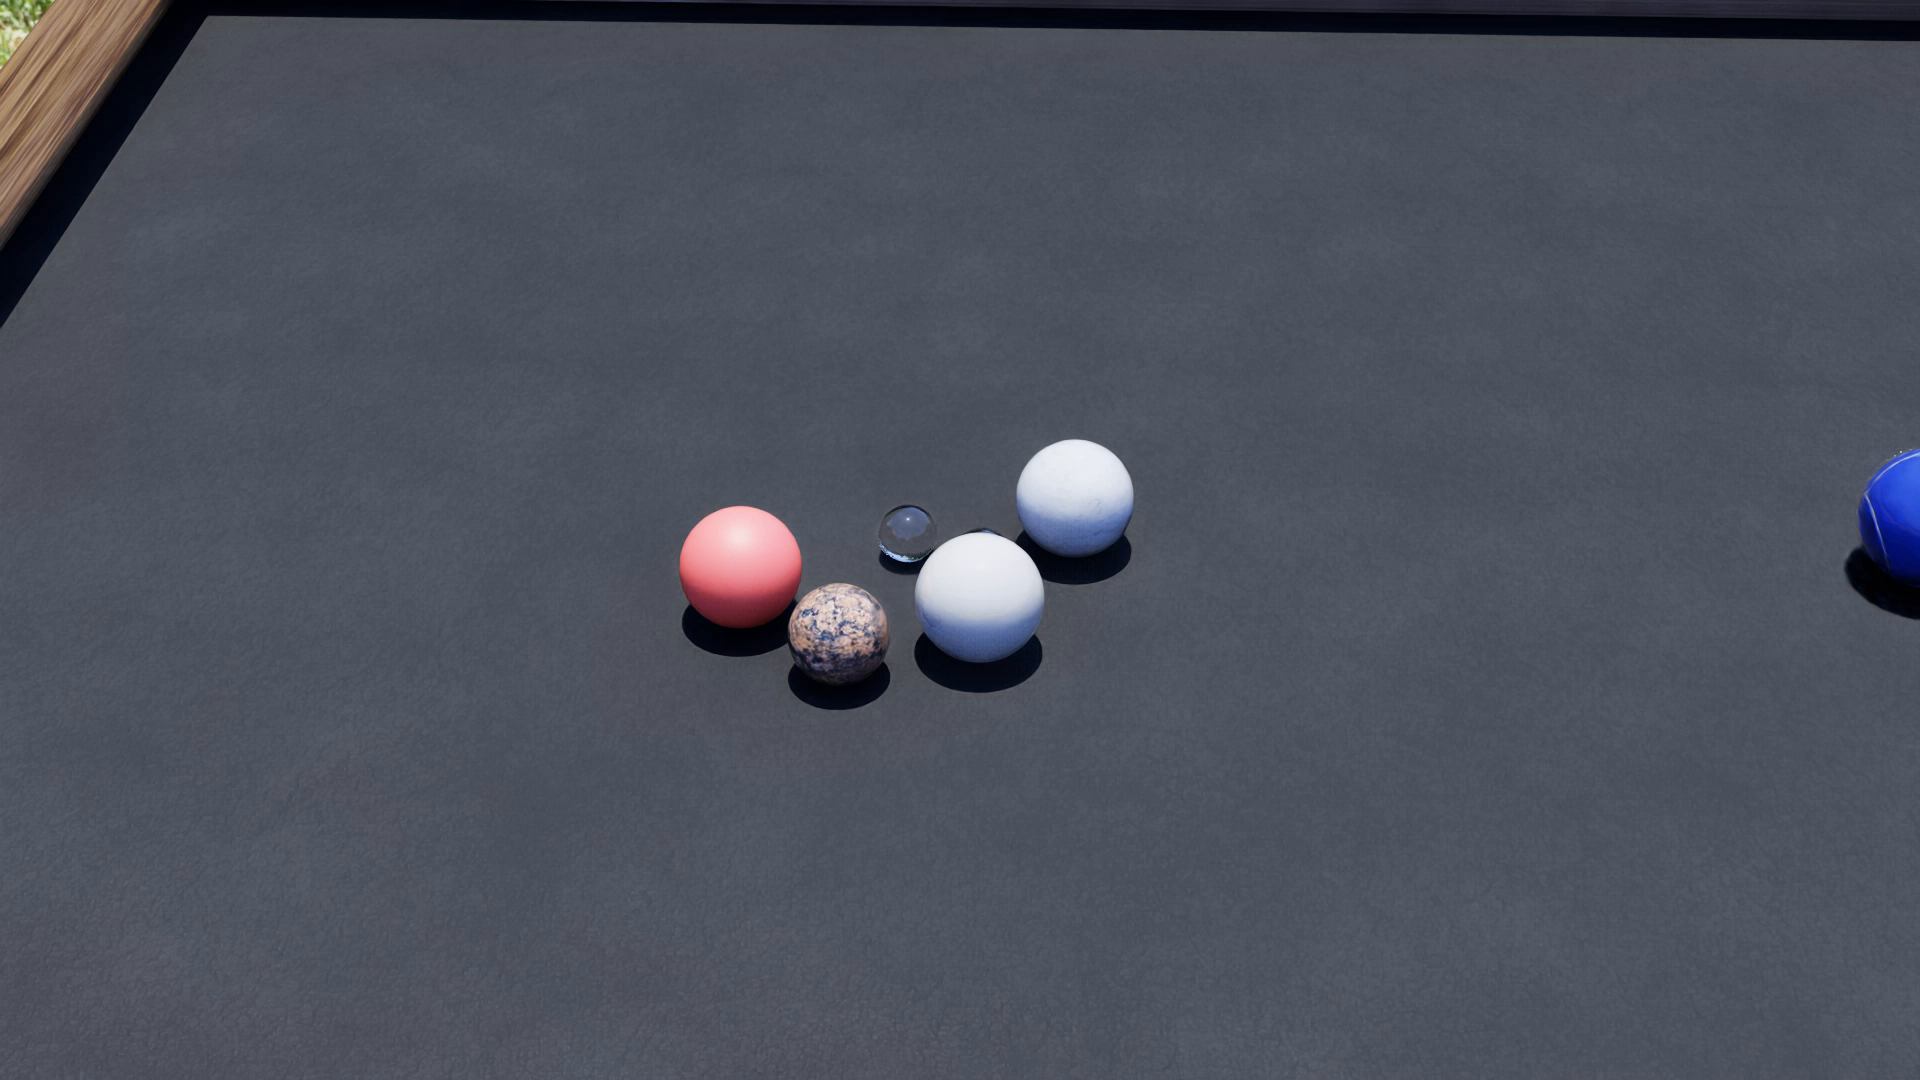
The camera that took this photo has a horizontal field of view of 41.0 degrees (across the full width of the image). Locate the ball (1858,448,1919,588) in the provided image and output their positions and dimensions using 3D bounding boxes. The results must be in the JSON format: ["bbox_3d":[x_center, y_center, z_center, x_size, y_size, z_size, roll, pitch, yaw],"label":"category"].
[{"bbox_3d":[0.664,-0.015,1.751,0.097,0.097,0.097,0,36,0],"label":"ball"}]

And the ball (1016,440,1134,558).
[{"bbox_3d":[0.080,-0.029,1.783,0.083,0.083,0.083,0,36,0],"label":"ball"}]

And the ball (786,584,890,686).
[{"bbox_3d":[-0.079,0.062,1.670,0.067,0.067,0.067,0,36,0],"label":"ball"}]

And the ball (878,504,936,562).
[{"bbox_3d":[-0.036,-0.005,1.786,0.040,0.040,0.040,0,36,0],"label":"ball"}]

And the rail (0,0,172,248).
[{"bbox_3d":[-0.799,-0.042,1.762,0.045,0.126,1.927,1,36,2],"label":"rail"}]

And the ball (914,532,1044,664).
[{"bbox_3d":[0.013,0.038,1.687,0.086,0.086,0.086,0,36,0],"label":"ball"}]

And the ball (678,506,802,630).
[{"bbox_3d":[-0.147,0.018,1.718,0.082,0.082,0.082,0,36,0],"label":"ball"}]

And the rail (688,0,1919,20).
[{"bbox_3d":[0.857,-0.554,2.479,3.294,0.126,0.045,1,36,2],"label":"rail"}]

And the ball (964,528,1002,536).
[{"bbox_3d":[0.015,0.013,1.759,0.043,0.043,0.043,0,36,0],"label":"ball"}]
